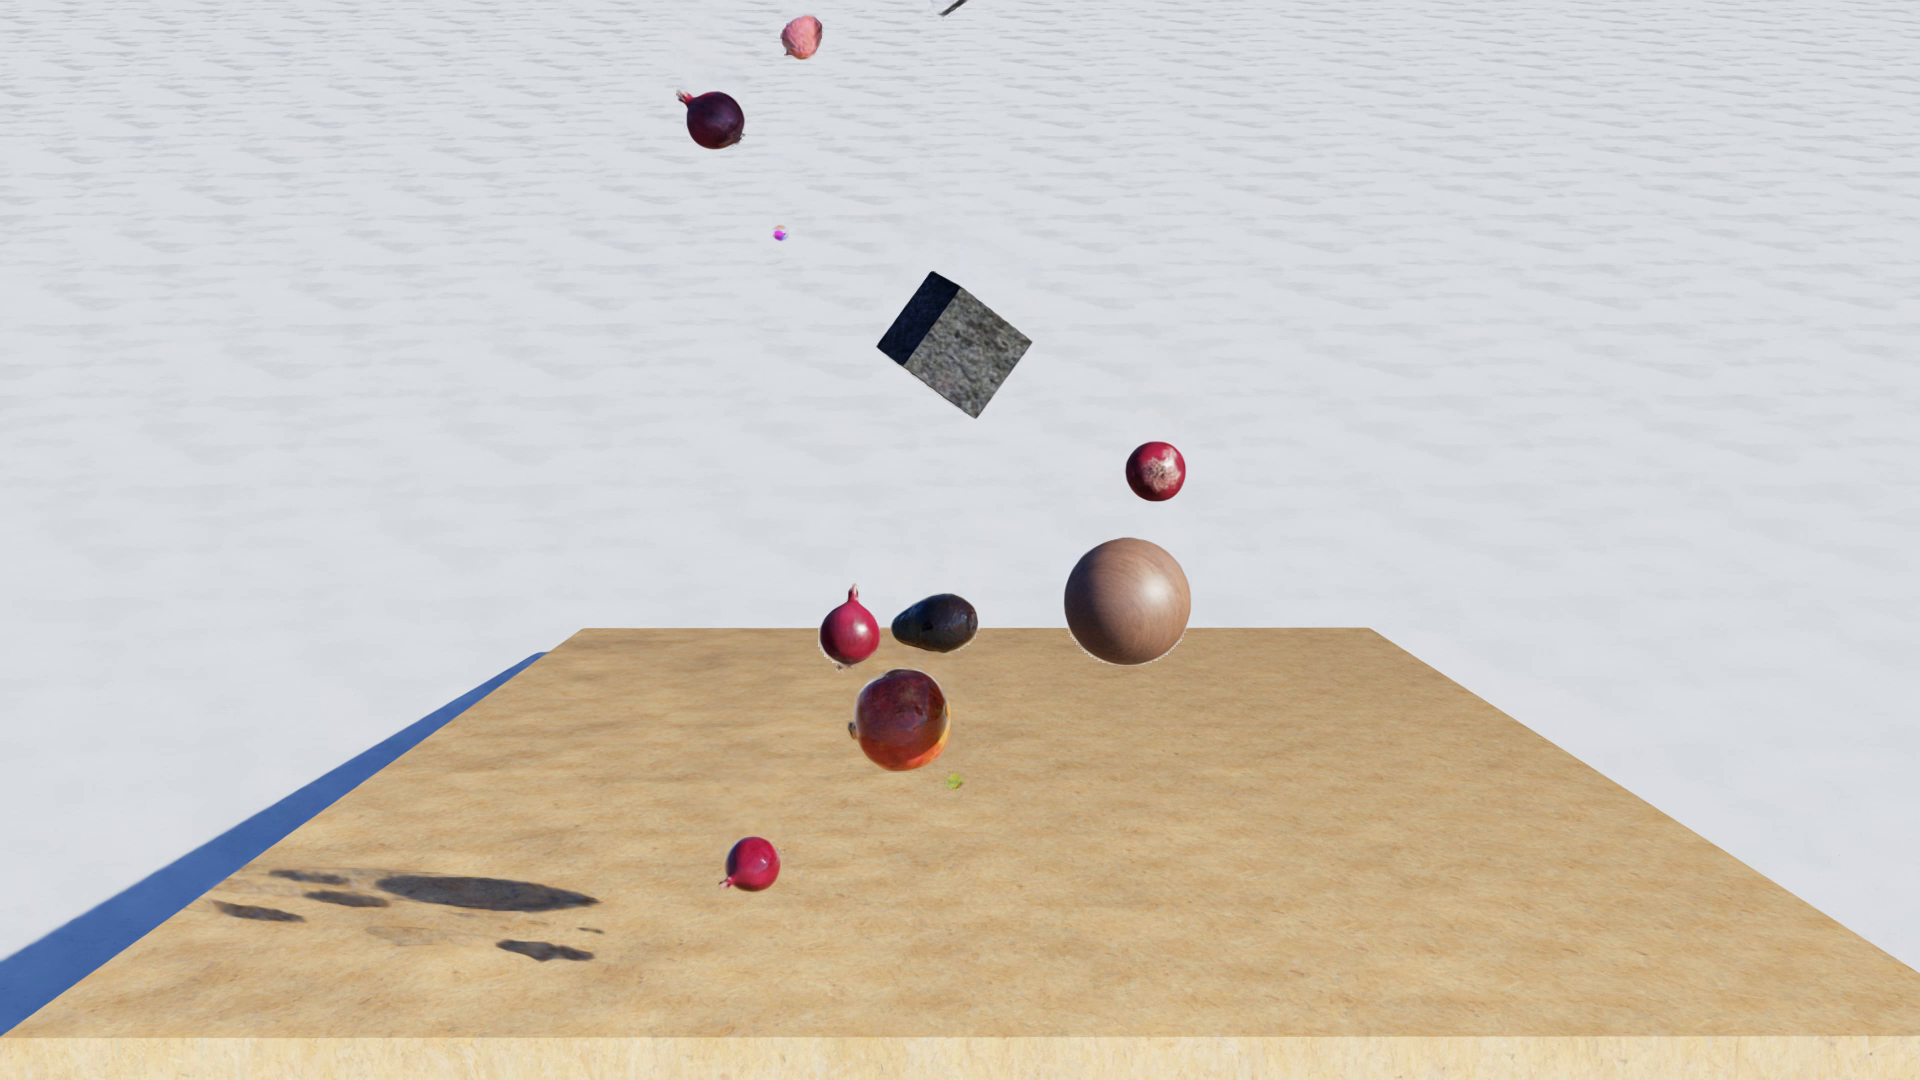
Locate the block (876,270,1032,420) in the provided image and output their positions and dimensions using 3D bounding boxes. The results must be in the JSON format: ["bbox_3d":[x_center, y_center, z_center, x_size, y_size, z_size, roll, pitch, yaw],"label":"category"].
[{"bbox_3d":[-0.006,-0.198,2.591,0.097,0.097,0.097,36,2,-24],"label":"block"}]

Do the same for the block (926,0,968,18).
[{"bbox_3d":[-0.013,-0.538,2.441,0.056,0.056,0.056,-34,18,3],"label":"block"}]

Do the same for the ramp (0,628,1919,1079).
[{"bbox_3d":[0.045,0.407,4.538,2.000,0.100,4.000,0,4,0],"label":"ramp"}]
